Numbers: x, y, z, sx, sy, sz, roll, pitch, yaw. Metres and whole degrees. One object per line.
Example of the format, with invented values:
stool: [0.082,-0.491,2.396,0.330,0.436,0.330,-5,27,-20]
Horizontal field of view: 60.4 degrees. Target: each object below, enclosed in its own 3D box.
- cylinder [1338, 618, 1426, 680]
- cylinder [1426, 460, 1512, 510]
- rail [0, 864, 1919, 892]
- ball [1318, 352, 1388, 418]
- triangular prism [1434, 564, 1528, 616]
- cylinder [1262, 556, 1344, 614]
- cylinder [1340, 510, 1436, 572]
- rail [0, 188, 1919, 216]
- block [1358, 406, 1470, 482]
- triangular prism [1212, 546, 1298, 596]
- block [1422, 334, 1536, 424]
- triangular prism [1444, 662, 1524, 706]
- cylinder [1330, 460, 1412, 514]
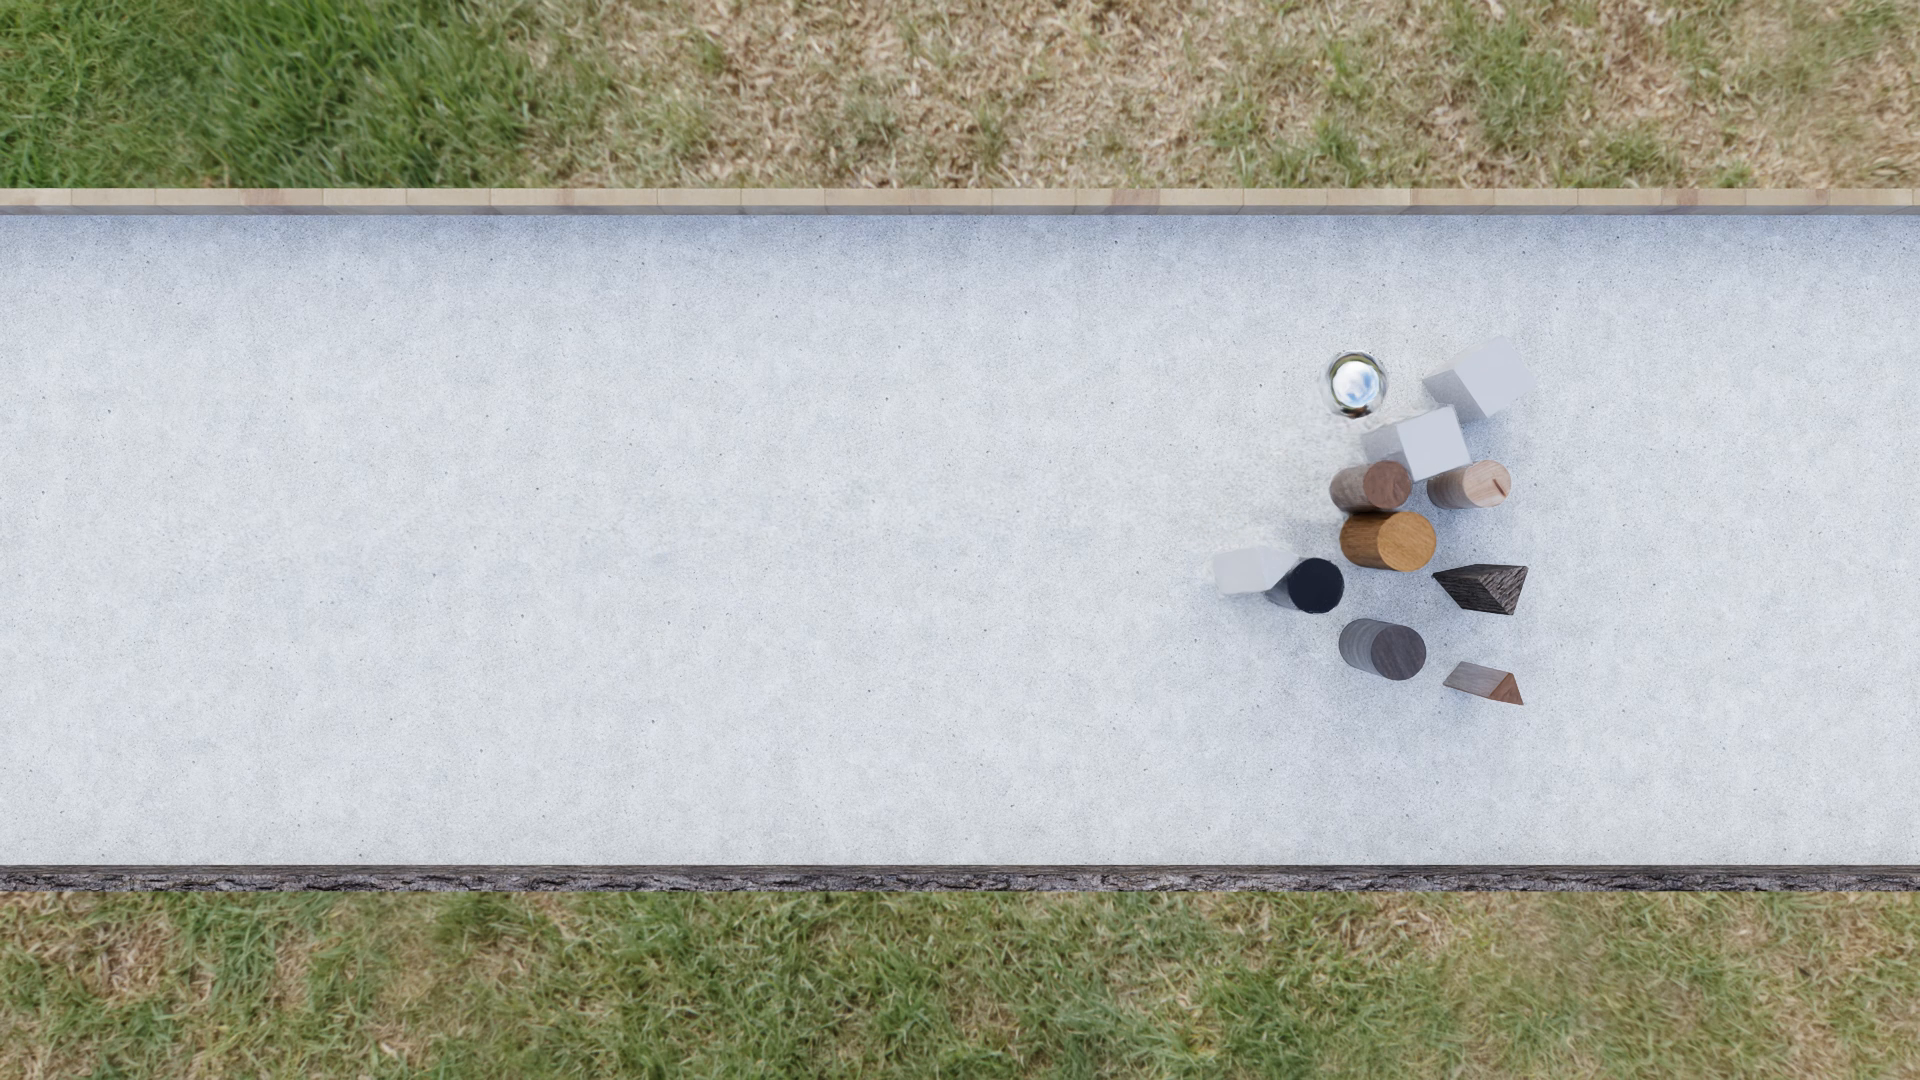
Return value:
cylinder: [1.244,0.320,4.878,0.158,0.398,0.158,0,90,0]
cylinder: [1.504,-0.161,4.889,0.136,0.374,0.136,0,90,0]
rail: [-2.247,1.025,5.001,12.000,0.150,0.050,0,90,0]
ball: [1.135,-0.448,4.765,0.195,0.195,0.195,0,90,0]
triangular prism: [1.549,0.117,4.855,0.125,0.444,0.144,-42,90,0]
cylinder: [1.007,0.129,4.871,0.160,0.408,0.160,0,91,0]
cylinder: [1.264,0.001,4.893,0.173,0.354,0.173,0,91,-4]
rail: [-2.247,-1.025,5.002,12.000,0.150,0.050,0,90,0]
block: [1.339,-0.272,4.878,0.171,0.391,0.171,-19,90,-2]
triangular prism: [0.850,0.070,4.885,0.113,0.355,0.130,46,78,-5]
block: [1.540,-0.471,4.911,0.174,0.331,0.174,-35,90,0]
triangular prism: [1.539,0.413,4.849,0.096,0.455,0.083,11,90,0]
cylinder: [1.212,-0.154,4.887,0.139,0.373,0.139,0,89,-2]
